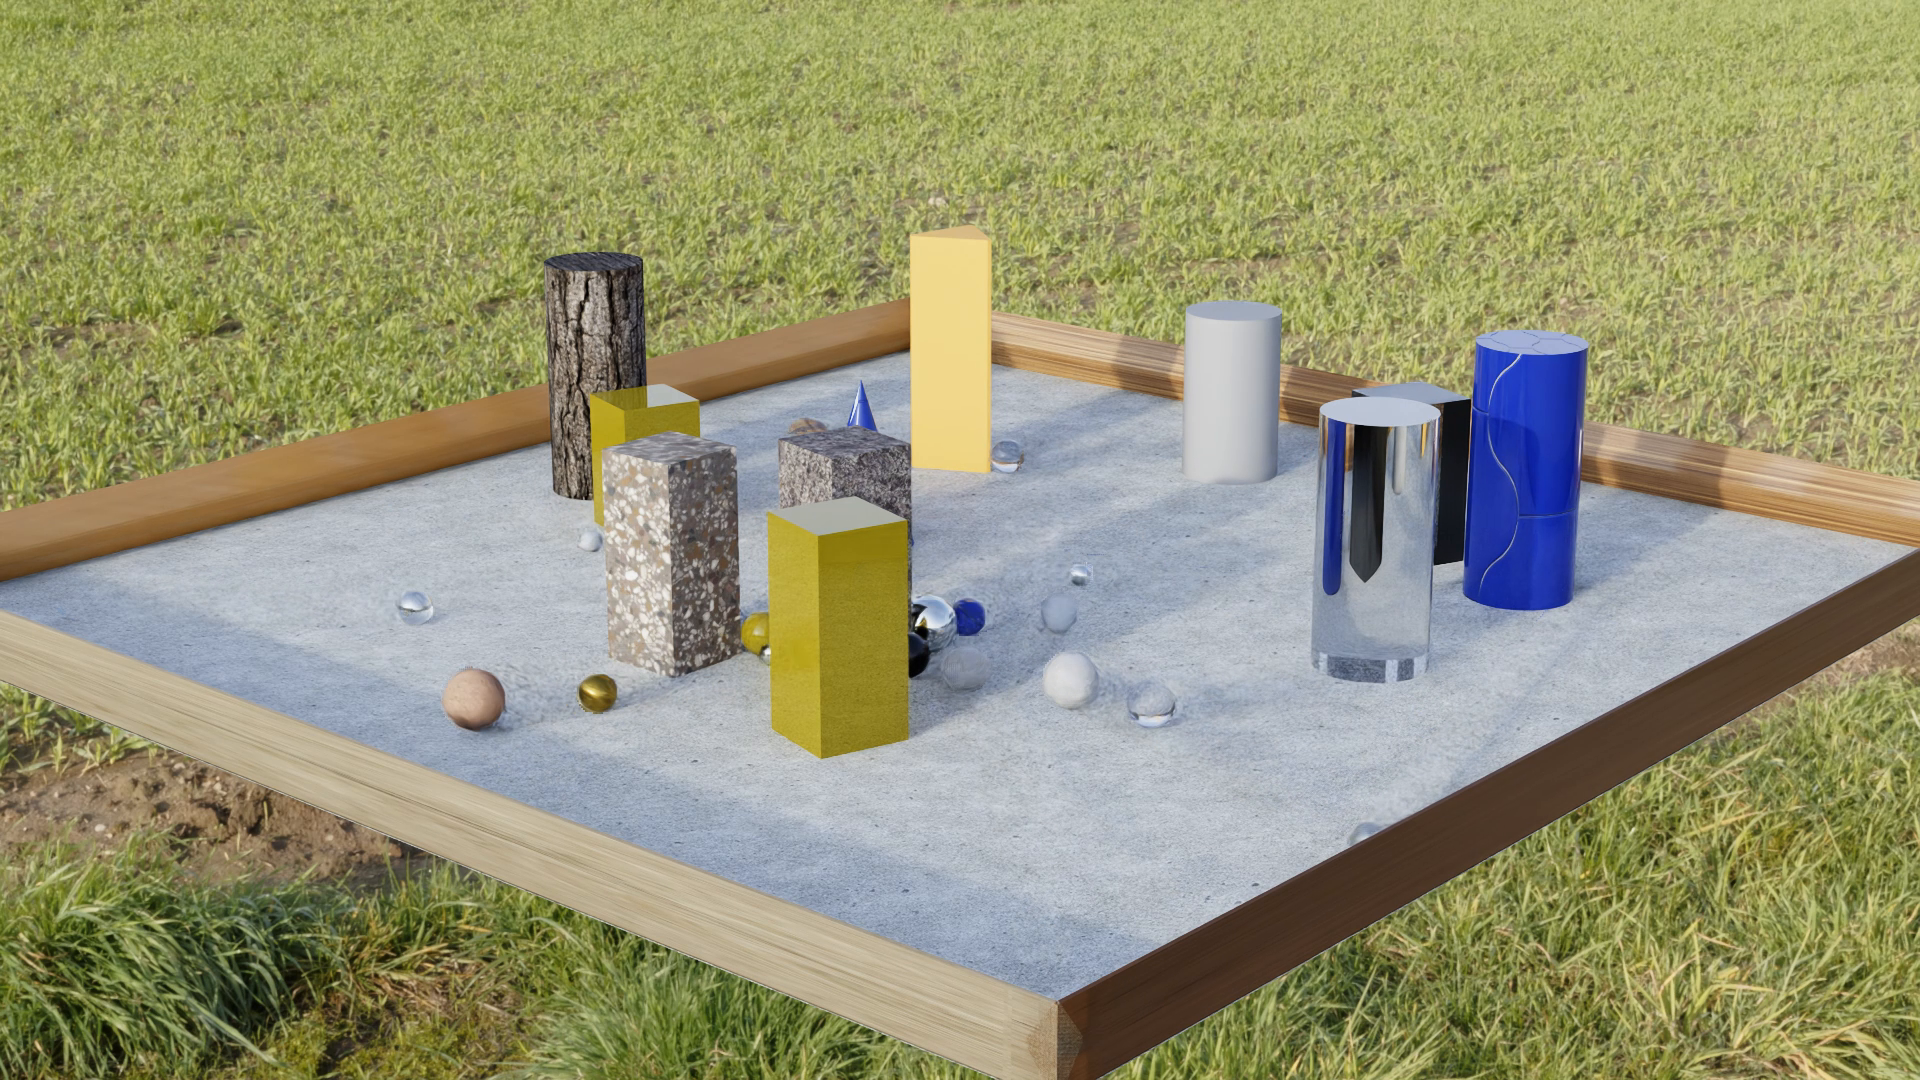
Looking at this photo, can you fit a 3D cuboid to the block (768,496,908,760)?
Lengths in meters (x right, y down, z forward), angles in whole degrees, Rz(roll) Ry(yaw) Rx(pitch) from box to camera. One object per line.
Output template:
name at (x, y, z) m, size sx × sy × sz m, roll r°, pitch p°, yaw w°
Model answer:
block at (-0.183, 0.130, 4.412) m, size 0.152 × 0.347 × 0.152 m, roll -10°, pitch 20°, yaw -31°

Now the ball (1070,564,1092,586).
ball at (0.213, 0.062, 5.166) m, size 0.040 × 0.040 × 0.040 m, roll 0°, pitch 17°, yaw 0°

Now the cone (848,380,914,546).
cone at (-0.180, -0.144, 5.380) m, size 0.191 × 0.311 × 0.191 m, roll 0°, pitch 17°, yaw 0°

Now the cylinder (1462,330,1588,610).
cylinder at (0.976, -0.122, 5.065) m, size 0.191 × 0.451 × 0.191 m, roll 0°, pitch 17°, yaw 0°

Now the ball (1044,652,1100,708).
ball at (0.174, 0.219, 4.565) m, size 0.087 × 0.087 × 0.087 m, roll 0°, pitch 17°, yaw 0°

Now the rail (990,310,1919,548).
rail at (0.875, -0.261, 6.086) m, size 2.650 × 0.124 × 0.045 m, roll 14°, pitch 22°, yaw 39°

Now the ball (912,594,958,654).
ball at (-0.051, 0.137, 4.790) m, size 0.095 × 0.095 × 0.095 m, roll 0°, pitch 17°, yaw 0°

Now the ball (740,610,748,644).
ball at (-0.376, 0.143, 4.860) m, size 0.062 × 0.062 × 0.062 m, roll 0°, pitch 17°, yaw 0°

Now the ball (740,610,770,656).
ball at (-0.322, 0.153, 4.804) m, size 0.075 × 0.075 × 0.075 m, roll 0°, pitch 17°, yaw 0°

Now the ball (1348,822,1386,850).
ball at (0.556, 0.412, 3.973) m, size 0.060 × 0.060 × 0.060 m, roll 0°, pitch 17°, yaw 0°

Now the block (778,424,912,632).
block at (-0.184, 0.021, 4.725) m, size 0.152 × 0.373 × 0.152 m, roll -12°, pitch 21°, yaw -35°

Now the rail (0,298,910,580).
rail at (-0.983, -0.216, 5.937) m, size 0.045 × 0.124 × 2.718 m, roll 14°, pitch 22°, yaw 39°

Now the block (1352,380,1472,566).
block at (0.810, -0.117, 5.304) m, size 0.152 × 0.302 × 0.152 m, roll -8°, pitch 19°, yaw -26°

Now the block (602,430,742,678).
block at (-0.467, 0.021, 4.756) m, size 0.152 × 0.355 × 0.152 m, roll 14°, pitch 22°, yaw 38°

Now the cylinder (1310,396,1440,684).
cylinder at (0.666, -0.002, 4.714) m, size 0.191 × 0.423 × 0.191 m, roll 0°, pitch 17°, yaw 0°

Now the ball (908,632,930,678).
ball at (-0.086, 0.184, 4.703) m, size 0.075 × 0.075 × 0.075 m, roll 0°, pitch 17°, yaw 0°

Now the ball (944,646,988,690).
ball at (0.009, 0.203, 4.646) m, size 0.071 × 0.071 × 0.071 m, roll 0°, pitch 17°, yaw 0°

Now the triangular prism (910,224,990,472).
triangular prism at (0.001, -0.388, 5.908) m, size 0.165 × 0.473 × 0.143 m, roll 5°, pitch 18°, yaw 17°

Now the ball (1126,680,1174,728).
ball at (0.291, 0.251, 4.481) m, size 0.075 × 0.075 × 0.075 m, roll 0°, pitch 17°, yaw 0°

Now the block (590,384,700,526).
block at (-0.588, -0.147, 5.494) m, size 0.152 × 0.250 × 0.152 m, roll -10°, pitch 19°, yaw -30°

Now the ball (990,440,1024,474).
ball at (0.095, -0.168, 5.879) m, size 0.068 × 0.068 × 0.068 m, roll 0°, pitch 17°, yaw 0°

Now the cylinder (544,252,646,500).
cylinder at (-0.707, -0.321, 5.720) m, size 0.191 × 0.453 × 0.191 m, roll 0°, pitch 17°, yaw 0°

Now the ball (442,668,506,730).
ball at (-0.741, 0.243, 4.474) m, size 0.094 × 0.094 × 0.094 m, roll 0°, pitch 17°, yaw 0°

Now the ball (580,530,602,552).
ball at (-0.674, 0.002, 5.361) m, size 0.041 × 0.041 × 0.041 m, roll 0°, pitch 17°, yaw 0°

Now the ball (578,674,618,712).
ball at (-0.561, 0.237, 4.551) m, size 0.060 × 0.060 × 0.060 m, roll 0°, pitch 17°, yaw 0°

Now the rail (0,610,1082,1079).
rail at (-0.875, 0.323, 4.155) m, size 2.650 × 0.124 × 0.045 m, roll 14°, pitch 22°, yaw 39°

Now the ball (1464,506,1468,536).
ball at (0.908, -0.036, 5.424) m, size 0.079 × 0.079 × 0.079 m, roll 0°, pitch 17°, yaw 0°

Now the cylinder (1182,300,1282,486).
cylinder at (0.541, -0.295, 5.844) m, size 0.191 × 0.332 × 0.191 m, roll 0°, pitch 17°, yaw 0°

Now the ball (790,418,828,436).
ball at (-0.305, -0.204, 5.969) m, size 0.085 × 0.085 × 0.085 m, roll 0°, pitch 17°, yaw 0°

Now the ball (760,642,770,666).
ball at (-0.304, 0.185, 4.758) m, size 0.041 × 0.041 × 0.041 m, roll 0°, pitch 17°, yaw 0°

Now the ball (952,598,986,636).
ball at (0.012, 0.129, 4.906) m, size 0.063 × 0.063 × 0.063 m, roll 0°, pitch 17°, yaw 0°

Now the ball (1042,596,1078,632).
ball at (0.167, 0.124, 4.924) m, size 0.061 × 0.061 × 0.061 m, roll 0°, pitch 17°, yaw 0°

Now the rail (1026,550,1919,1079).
rail at (0.983, 0.278, 4.304) m, size 0.045 × 0.124 × 2.718 m, roll 14°, pitch 22°, yaw 39°

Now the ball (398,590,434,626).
ball at (-0.921, 0.114, 4.959) m, size 0.060 × 0.060 × 0.060 m, roll 0°, pitch 17°, yaw 0°
